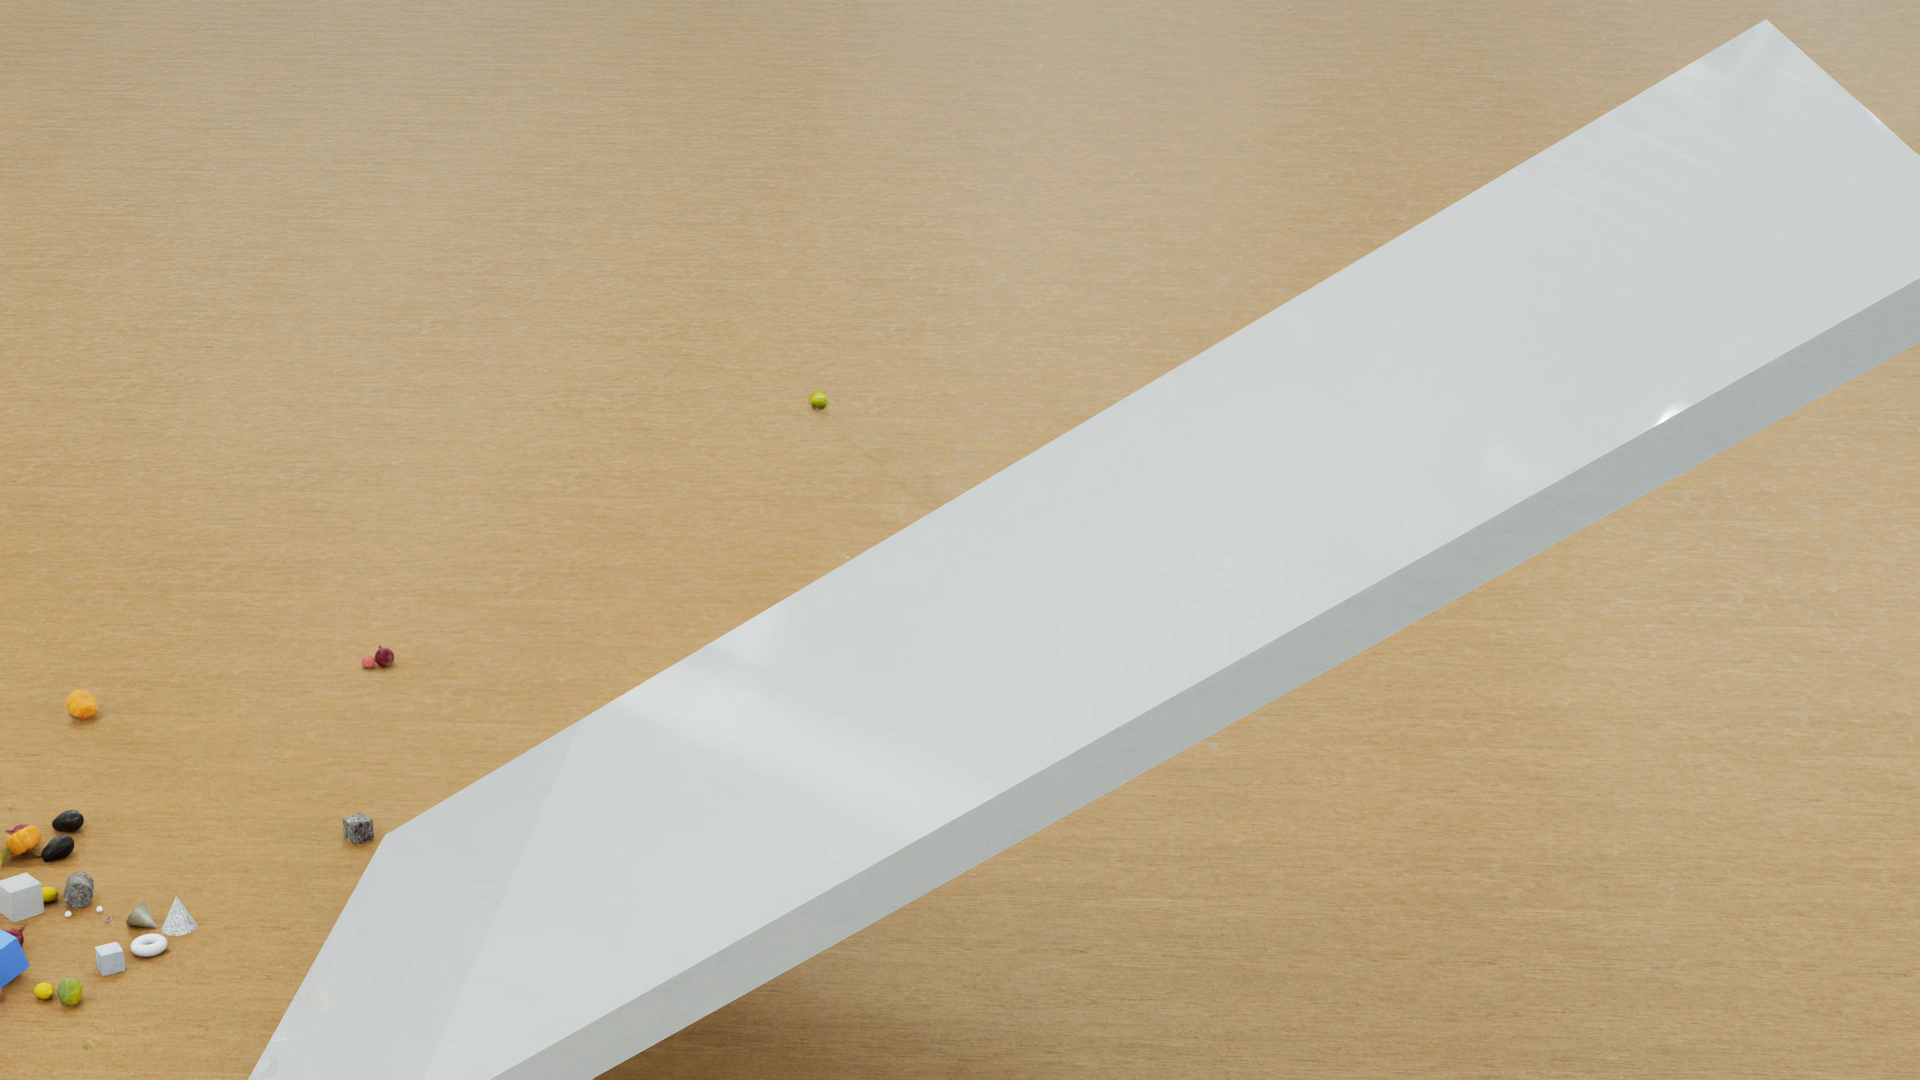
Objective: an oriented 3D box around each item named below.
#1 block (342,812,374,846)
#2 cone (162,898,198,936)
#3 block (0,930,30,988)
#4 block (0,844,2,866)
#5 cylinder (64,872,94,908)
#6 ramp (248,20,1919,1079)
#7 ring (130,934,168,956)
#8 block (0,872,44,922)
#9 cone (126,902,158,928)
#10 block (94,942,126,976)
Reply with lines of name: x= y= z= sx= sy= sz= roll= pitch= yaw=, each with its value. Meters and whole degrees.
block: x=-1.606 y=0.771 z=7.850 sx=0.058 sy=0.058 sz=0.058 roll=-17 pitch=26 yaw=-38
cone: x=-1.959 y=0.931 z=7.367 sx=0.088 sy=0.088 sz=0.088 roll=0 pitch=20 yaw=0
block: x=-2.328 y=1.010 z=7.111 sx=0.092 sy=0.092 sz=0.092 roll=15 pitch=42 yaw=36
block: x=-2.551 y=0.819 z=7.689 sx=0.077 sy=0.077 sz=0.077 roll=-4 pitch=20 yaw=-10
cylinder: x=-2.247 y=0.892 z=7.500 sx=0.070 sy=0.070 sz=0.070 roll=-4 pitch=20 yaw=-11
ramp: x=0.140 y=0.170 z=6.294 sx=4.000 sy=0.100 sz=2.000 roll=-30 pitch=15 yaw=14
ring: x=-2.003 y=1.001 z=7.261 sx=0.089 sy=0.030 sz=0.089 roll=-1 pitch=20 yaw=1
block: x=-2.380 y=0.905 z=7.447 sx=0.083 sy=0.083 sz=0.083 roll=-18 pitch=26 yaw=-40
cone: x=-2.040 y=0.956 z=7.380 sx=0.071 sy=0.071 sz=0.071 roll=33 pitch=28 yaw=9
block: x=-2.072 y=1.021 z=7.170 sx=0.054 sy=0.054 sz=0.054 roll=-11 pitch=23 yaw=-28
